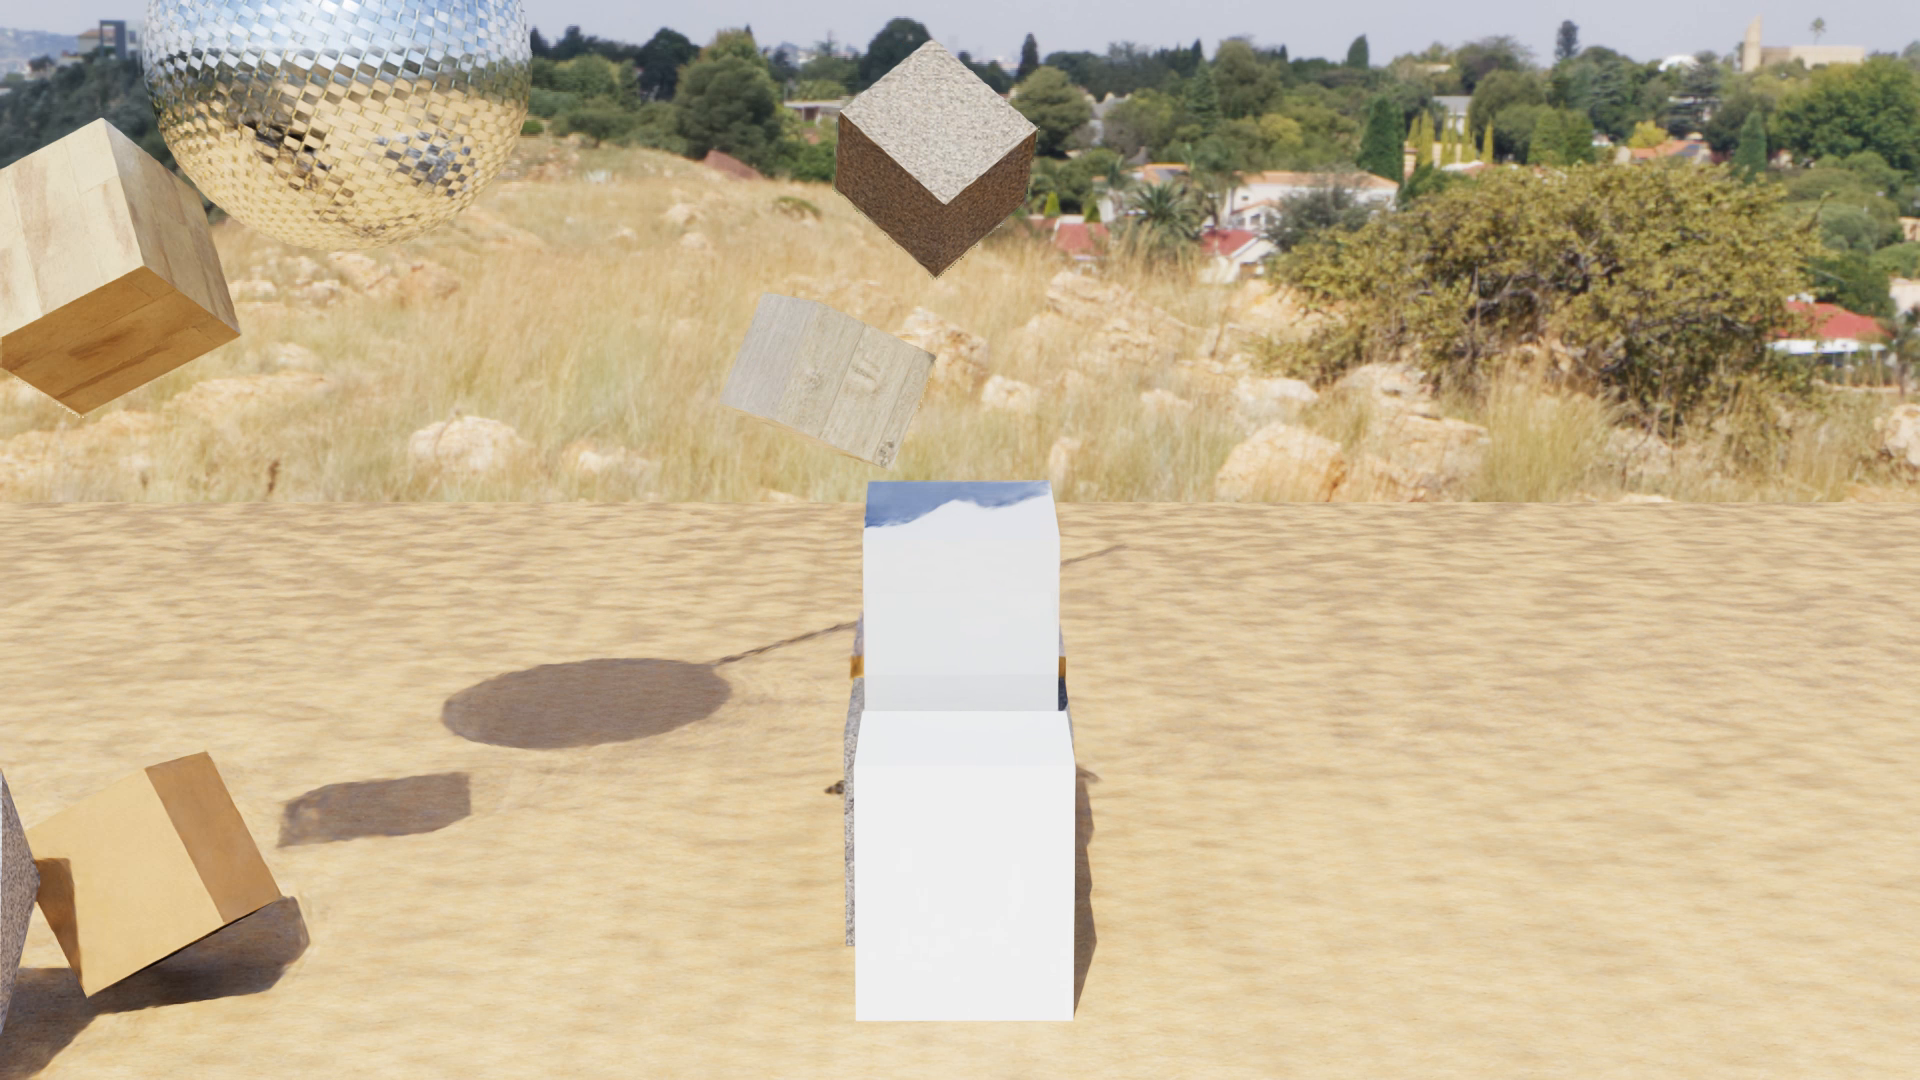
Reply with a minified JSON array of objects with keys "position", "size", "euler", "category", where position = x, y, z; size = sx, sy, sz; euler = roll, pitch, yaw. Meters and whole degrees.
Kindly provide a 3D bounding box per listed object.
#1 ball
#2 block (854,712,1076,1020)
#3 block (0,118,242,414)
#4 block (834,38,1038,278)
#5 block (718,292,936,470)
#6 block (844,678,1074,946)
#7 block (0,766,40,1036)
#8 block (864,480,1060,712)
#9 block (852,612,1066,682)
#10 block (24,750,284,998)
[{"position":[-2.611,-2.017,10.814],"size":[1.600,1.600,1.600],"euler":[0,10,0],"category":"ball"},{"position":[0.017,1.245,9.953],"size":[0.816,0.988,0.823],"euler":[0,10,0],"category":"block"},{"position":[-3.210,-1.000,9.486],"size":[0.700,0.656,0.660],"euler":[-25,-23,7],"category":"block"},{"position":[-0.098,-1.434,9.643],"size":[0.484,0.545,0.518],"euler":[-42,-15,-20],"category":"block"},{"position":[-0.538,-0.643,10.306],"size":[0.555,0.490,0.586],"euler":[23,-2,-28],"category":"block"},{"position":[-0.004,1.130,10.868],"size":[0.925,0.888,0.999],"euler":[0,10,0],"category":"block"},{"position":[-3.787,1.325,8.992],"size":[0.784,0.737,0.855],"euler":[1,47,-4],"category":"block"},{"position":[0.001,0.244,10.818],"size":[0.790,0.778,0.876],"euler":[0,17,-1],"category":"block"},{"position":[-0.006,0.909,11.828],"size":[0.945,0.979,0.948],"euler":[0,10,0],"category":"block"},{"position":[-3.127,1.272,9.889],"size":[0.597,0.658,0.657],"euler":[-28,-1,4],"category":"block"}]
